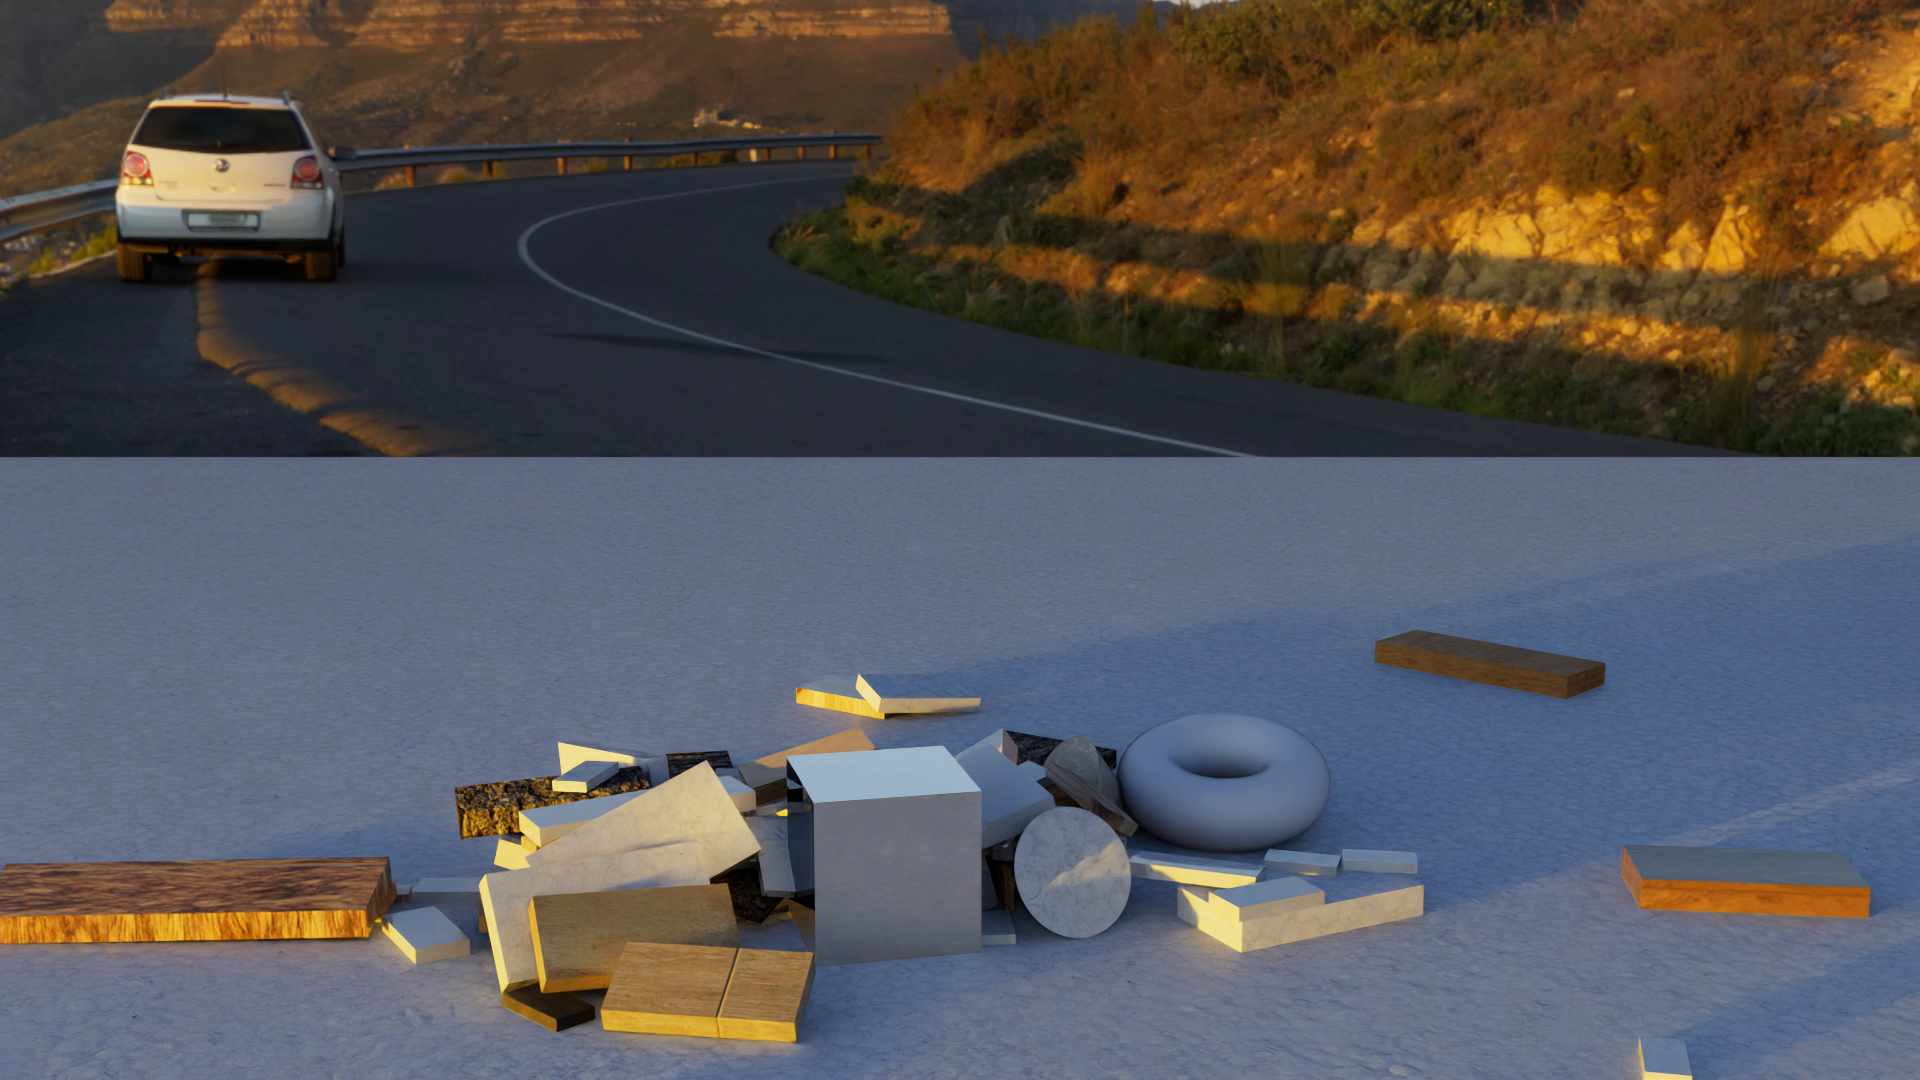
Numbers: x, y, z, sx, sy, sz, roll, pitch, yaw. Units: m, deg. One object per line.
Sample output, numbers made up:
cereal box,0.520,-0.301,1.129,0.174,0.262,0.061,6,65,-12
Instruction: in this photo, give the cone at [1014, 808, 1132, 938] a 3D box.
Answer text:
cone,0.136,0.558,3.584,0.209,0.209,0.209,-6,-15,-28

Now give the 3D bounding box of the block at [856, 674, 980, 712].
block,-0.091,0.335,4.801,0.244,0.035,0.122,2,21,-28

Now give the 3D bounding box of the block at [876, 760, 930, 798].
block,-0.173,0.424,3.880,0.255,0.025,0.087,5,42,31

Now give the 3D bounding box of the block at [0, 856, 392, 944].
block,-1.240,0.575,3.514,0.620,0.048,0.170,-1,21,-1

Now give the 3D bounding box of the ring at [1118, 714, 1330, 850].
ring,0.479,0.437,4.003,0.388,0.129,0.388,-2,22,1

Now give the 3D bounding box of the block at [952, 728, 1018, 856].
block,0.015,0.456,3.794,0.164,0.047,0.329,-31,17,14

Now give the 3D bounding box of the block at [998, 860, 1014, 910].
block,0.076,0.567,3.638,0.016,0.056,0.112,-1,10,-5

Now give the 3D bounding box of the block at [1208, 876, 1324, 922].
block,0.483,0.565,3.464,0.164,0.023,0.082,-6,12,-27

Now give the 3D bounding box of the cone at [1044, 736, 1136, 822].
cone,0.266,0.482,4.011,0.195,0.195,0.195,25,-2,-28

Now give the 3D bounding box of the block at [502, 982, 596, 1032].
block,-0.594,0.673,3.172,0.133,0.019,0.067,10,15,43

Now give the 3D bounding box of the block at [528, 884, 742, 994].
block,-0.481,0.591,3.275,0.300,0.039,0.139,0,51,-24

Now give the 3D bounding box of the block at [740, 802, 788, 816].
block,-0.222,0.477,3.765,0.328,0.047,0.164,-11,-20,35

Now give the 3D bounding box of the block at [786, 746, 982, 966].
block,-0.124,0.494,3.477,0.260,0.260,0.260,-3,11,-13

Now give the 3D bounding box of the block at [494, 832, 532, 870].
block,-0.592,0.535,3.637,0.314,0.044,0.157,16,12,5

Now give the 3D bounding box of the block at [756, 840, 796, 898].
block,-0.299,0.529,3.541,0.053,0.015,0.105,6,39,-20

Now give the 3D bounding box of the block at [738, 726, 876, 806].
block,-0.264,0.392,3.820,0.226,0.032,0.113,-17,20,-13

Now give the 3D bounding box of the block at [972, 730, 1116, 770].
block,0.168,0.434,4.410,0.260,0.037,0.130,7,13,33

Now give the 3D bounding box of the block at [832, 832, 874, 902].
block,-0.179,0.542,3.648,0.015,0.105,0.053,-21,3,20

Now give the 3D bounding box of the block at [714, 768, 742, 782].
block,-0.288,0.461,4.003,0.328,0.047,0.164,0,11,0

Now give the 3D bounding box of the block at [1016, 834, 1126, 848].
block,0.182,0.501,3.715,0.196,0.020,0.069,6,-11,8

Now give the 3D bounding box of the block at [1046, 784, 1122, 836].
block,0.213,0.472,3.832,0.082,0.023,0.164,-17,29,-28

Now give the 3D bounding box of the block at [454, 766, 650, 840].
block,-0.682,0.439,3.690,0.314,0.044,0.157,-5,10,-15

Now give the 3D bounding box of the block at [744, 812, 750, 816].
block,-0.281,0.507,3.640,0.167,0.024,0.084,12,48,-13

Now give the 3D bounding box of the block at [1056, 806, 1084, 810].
block,0.160,0.466,3.764,0.138,0.020,0.069,3,-12,29

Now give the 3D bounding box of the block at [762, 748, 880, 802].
block,-0.253,0.424,3.867,0.226,0.032,0.113,-6,37,19

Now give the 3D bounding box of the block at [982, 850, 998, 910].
block,0.026,0.549,3.587,0.016,0.112,0.056,-17,-1,36

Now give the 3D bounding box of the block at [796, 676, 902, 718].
block,-0.229,0.349,4.873,0.244,0.035,0.122,7,13,34

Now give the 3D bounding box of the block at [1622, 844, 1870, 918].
block,1.302,0.566,3.660,0.358,0.051,0.179,1,11,7

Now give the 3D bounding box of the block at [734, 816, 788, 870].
block,-0.323,0.495,3.601,0.167,0.024,0.084,1,51,-22

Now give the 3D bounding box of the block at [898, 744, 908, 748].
block,-0.139,0.421,3.964,0.175,0.025,0.087,-18,28,-38

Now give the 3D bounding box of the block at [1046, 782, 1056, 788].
block,0.130,0.444,3.963,0.123,0.017,0.062,4,33,35

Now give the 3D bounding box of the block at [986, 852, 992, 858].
block,-0.067,0.514,3.963,0.151,0.043,0.301,-4,11,-21

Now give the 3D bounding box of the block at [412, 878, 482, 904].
block,-0.831,0.582,3.656,0.141,0.020,0.071,0,11,-1

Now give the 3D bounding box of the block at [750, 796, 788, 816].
block,-0.299,0.440,3.658,0.053,0.015,0.105,-16,-2,28

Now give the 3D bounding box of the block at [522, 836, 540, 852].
block,-0.631,0.478,3.519,0.124,0.018,0.062,-8,11,-32

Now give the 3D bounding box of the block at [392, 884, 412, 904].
block,-0.961,0.588,3.644,0.099,0.014,0.050,-1,11,-7

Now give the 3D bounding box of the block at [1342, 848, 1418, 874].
block,0.696,0.533,3.651,0.121,0.017,0.060,2,11,9

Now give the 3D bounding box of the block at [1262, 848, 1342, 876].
block,0.567,0.535,3.643,0.121,0.017,0.060,3,11,17

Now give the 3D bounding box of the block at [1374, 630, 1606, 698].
block,1.238,0.287,5.159,0.502,0.051,0.179,10,14,42

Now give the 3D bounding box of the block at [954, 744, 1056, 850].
block,0.044,0.423,3.647,0.139,0.039,0.278,-21,19,-15

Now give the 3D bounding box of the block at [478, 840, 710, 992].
block,-0.541,0.568,3.335,0.339,0.170,0.048,-6,-25,-27

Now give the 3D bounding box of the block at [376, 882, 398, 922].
block,-1.113,0.585,3.584,0.369,0.024,0.086,1,21,3

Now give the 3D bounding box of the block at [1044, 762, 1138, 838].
block,0.225,0.445,3.776,0.087,0.025,0.175,30,4,-37

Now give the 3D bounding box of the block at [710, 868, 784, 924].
block,-0.444,0.534,3.599,0.314,0.044,0.157,16,12,9

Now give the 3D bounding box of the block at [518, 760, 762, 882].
block,-0.500,0.499,3.457,0.339,0.170,0.048,-27,-12,-31

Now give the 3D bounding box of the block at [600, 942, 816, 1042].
block,-0.357,0.643,3.134,0.278,0.039,0.139,2,33,8

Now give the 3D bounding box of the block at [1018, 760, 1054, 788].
block,0.121,0.425,3.930,0.062,0.017,0.123,-25,12,-17

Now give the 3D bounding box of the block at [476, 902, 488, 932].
block,-0.721,0.594,3.486,0.086,0.024,0.172,-2,-1,-14

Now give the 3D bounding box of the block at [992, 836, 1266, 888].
block,0.277,0.531,3.623,0.445,0.023,0.082,4,7,20

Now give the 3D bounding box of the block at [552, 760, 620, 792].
block,-0.632,0.399,3.720,0.062,0.018,0.124,0,11,17

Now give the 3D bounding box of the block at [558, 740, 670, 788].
block,-0.625,0.438,3.970,0.035,0.123,0.413,-8,4,-32

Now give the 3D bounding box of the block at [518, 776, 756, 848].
block,-0.522,0.439,3.575,0.365,0.032,0.113,-7,11,-27

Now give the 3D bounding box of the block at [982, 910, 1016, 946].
block,0.055,0.615,3.492,0.056,0.016,0.112,-1,11,-4

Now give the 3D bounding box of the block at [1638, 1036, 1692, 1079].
block,0.957,0.708,2.985,0.060,0.017,0.121,3,11,13

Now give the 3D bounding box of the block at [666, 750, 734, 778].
block,-0.501,0.462,4.265,0.123,0.035,0.246,-2,11,-11

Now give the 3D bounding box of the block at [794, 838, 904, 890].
block,-0.247,0.553,3.753,0.302,0.043,0.151,0,11,-1

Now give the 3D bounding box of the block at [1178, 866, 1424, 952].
block,0.552,0.584,3.561,0.358,0.051,0.179,-6,12,-27

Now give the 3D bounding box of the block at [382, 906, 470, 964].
block,-0.839,0.618,3.449,0.086,0.024,0.172,-6,12,-31
